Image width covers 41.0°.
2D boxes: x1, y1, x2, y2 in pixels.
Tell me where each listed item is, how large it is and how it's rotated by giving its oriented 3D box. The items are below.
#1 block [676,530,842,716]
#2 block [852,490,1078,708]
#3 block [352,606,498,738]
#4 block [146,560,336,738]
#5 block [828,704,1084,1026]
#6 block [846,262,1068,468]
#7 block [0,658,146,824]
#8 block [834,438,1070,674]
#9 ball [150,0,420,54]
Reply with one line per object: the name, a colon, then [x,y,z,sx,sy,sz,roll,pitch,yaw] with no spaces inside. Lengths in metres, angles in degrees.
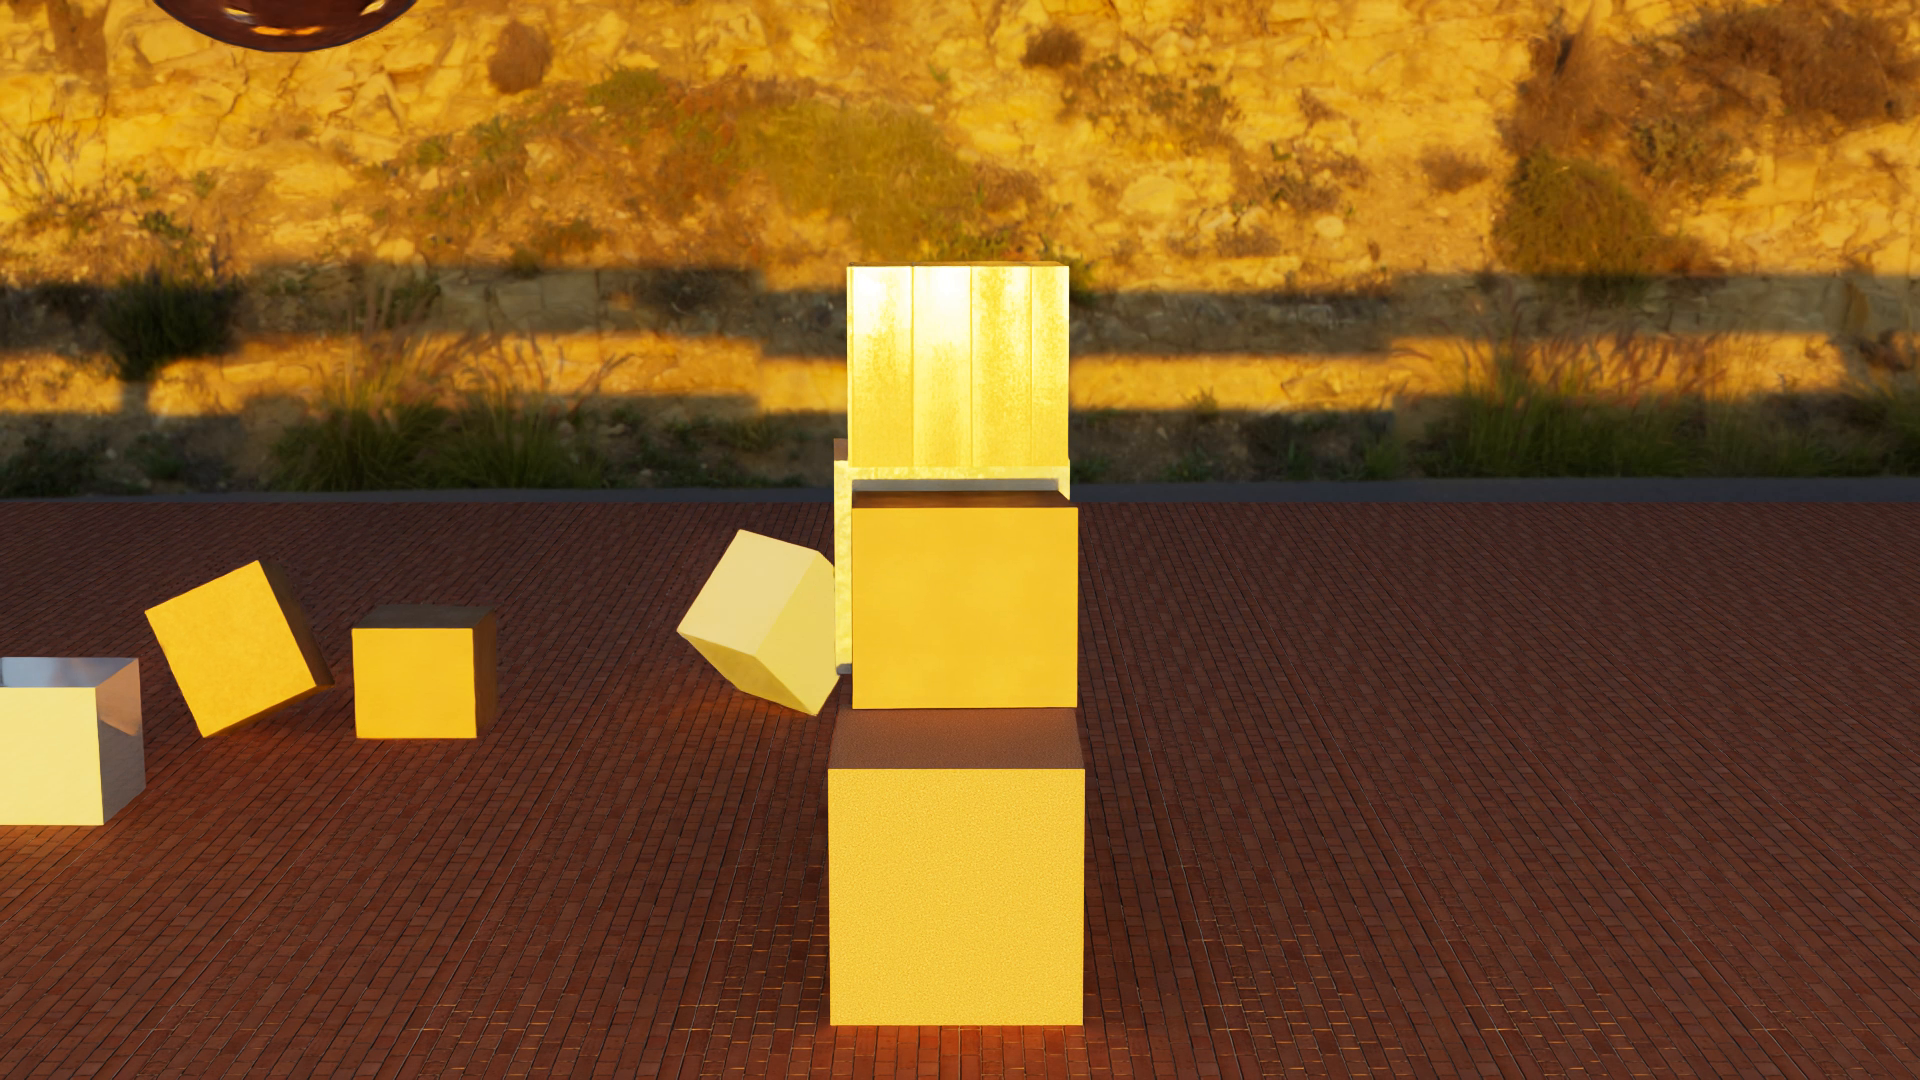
block: [-1.013,0.458,14.275,0.628,0.685,0.653,15,-24,40]
block: [0.000,0.230,10.703,0.900,0.804,0.896,0,6,-3]
block: [-2.904,0.712,13.977,0.642,0.599,0.612,0,10,1]
block: [-3.776,0.574,13.509,0.623,0.712,0.702,-25,0,-6]
block: [-0.013,1.239,9.987,0.942,0.989,0.985,0,10,0]
block: [-0.019,-0.781,11.186,0.927,0.840,0.826,0,8,-2]
block: [-4.390,0.964,12.401,0.673,0.667,0.632,0,10,0]
block: [-0.059,0.049,11.662,1.019,0.934,1.010,0,8,-3]
ball: [-2.830,-2.836,10.665,1.600,1.600,1.600,0,10,0]
